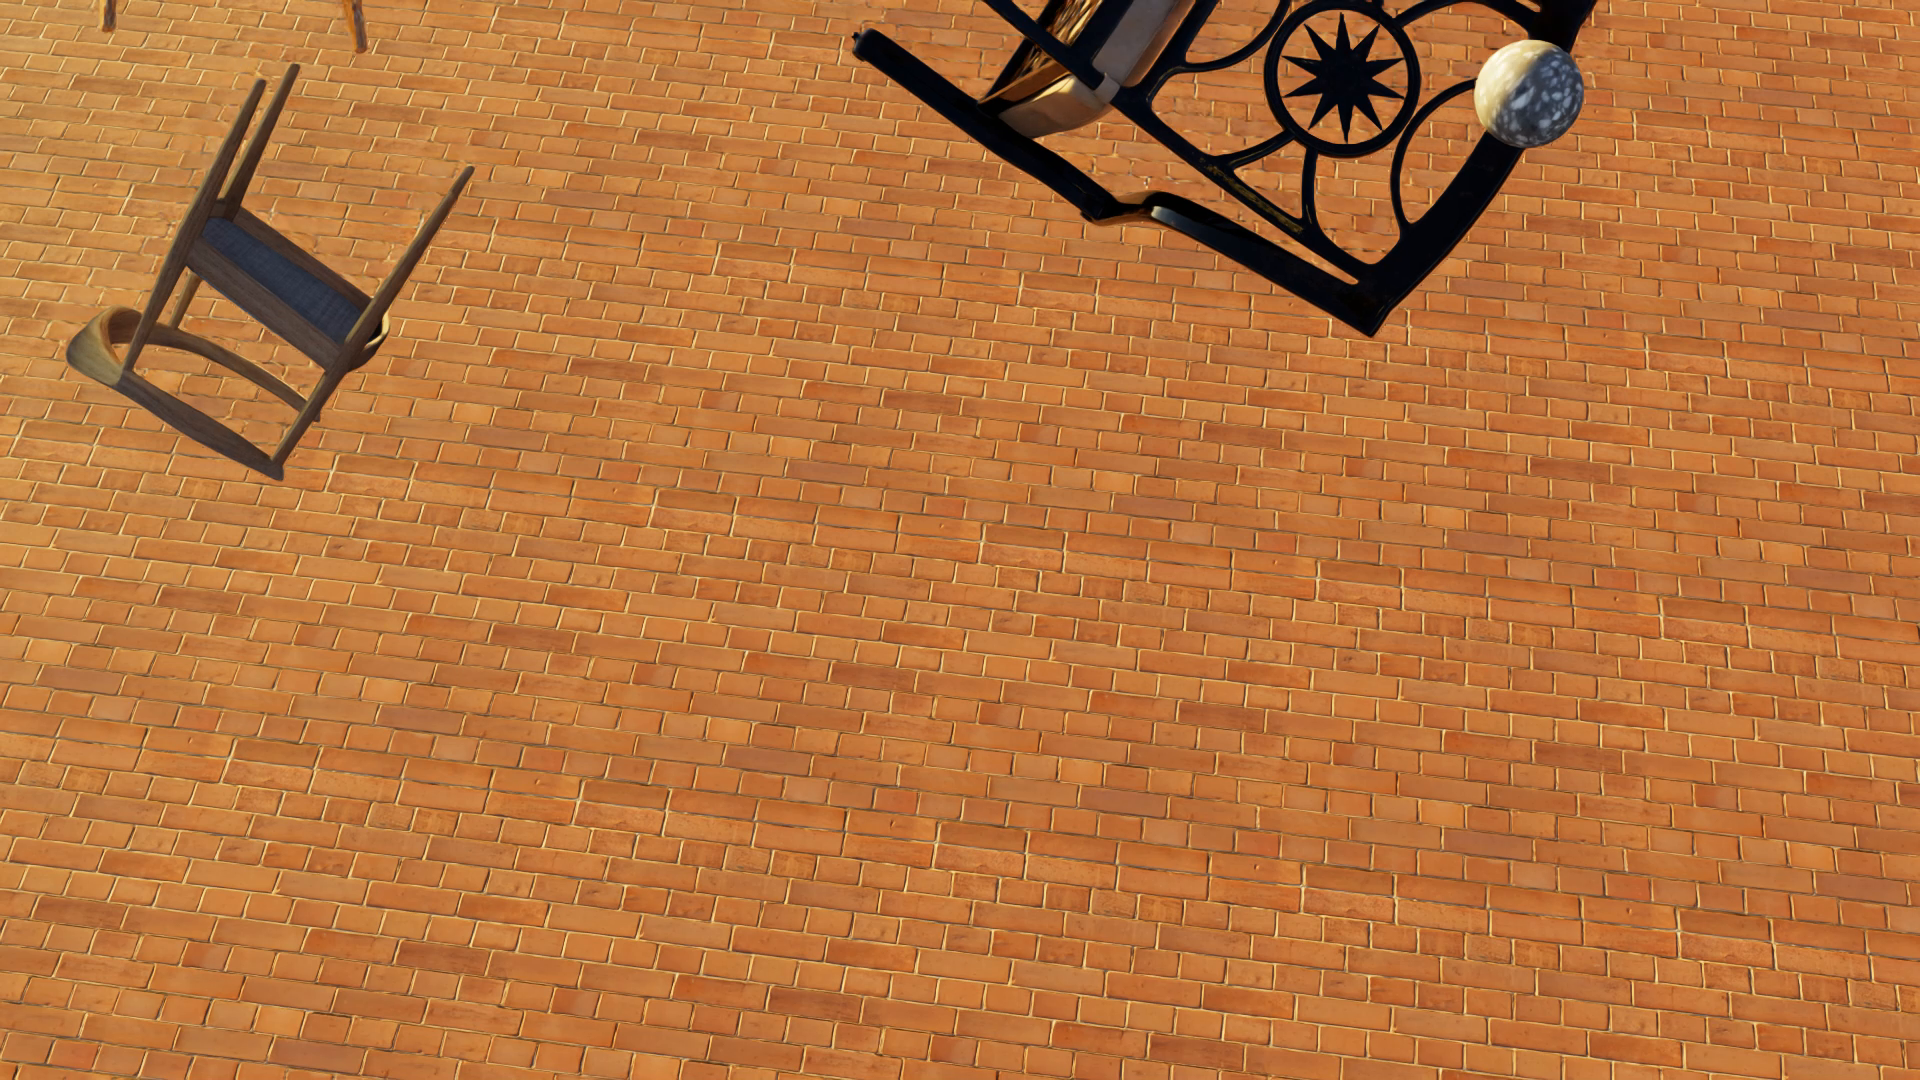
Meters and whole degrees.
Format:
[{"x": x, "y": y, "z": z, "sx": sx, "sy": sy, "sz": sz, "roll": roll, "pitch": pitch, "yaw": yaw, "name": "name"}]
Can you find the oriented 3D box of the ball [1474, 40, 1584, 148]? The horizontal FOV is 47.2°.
[{"x": 0.718, "y": -0.563, "z": 2.777, "sx": 0.134, "sy": 0.134, "sz": 0.134, "roll": 0, "pitch": 56, "yaw": 0, "name": "ball"}]
